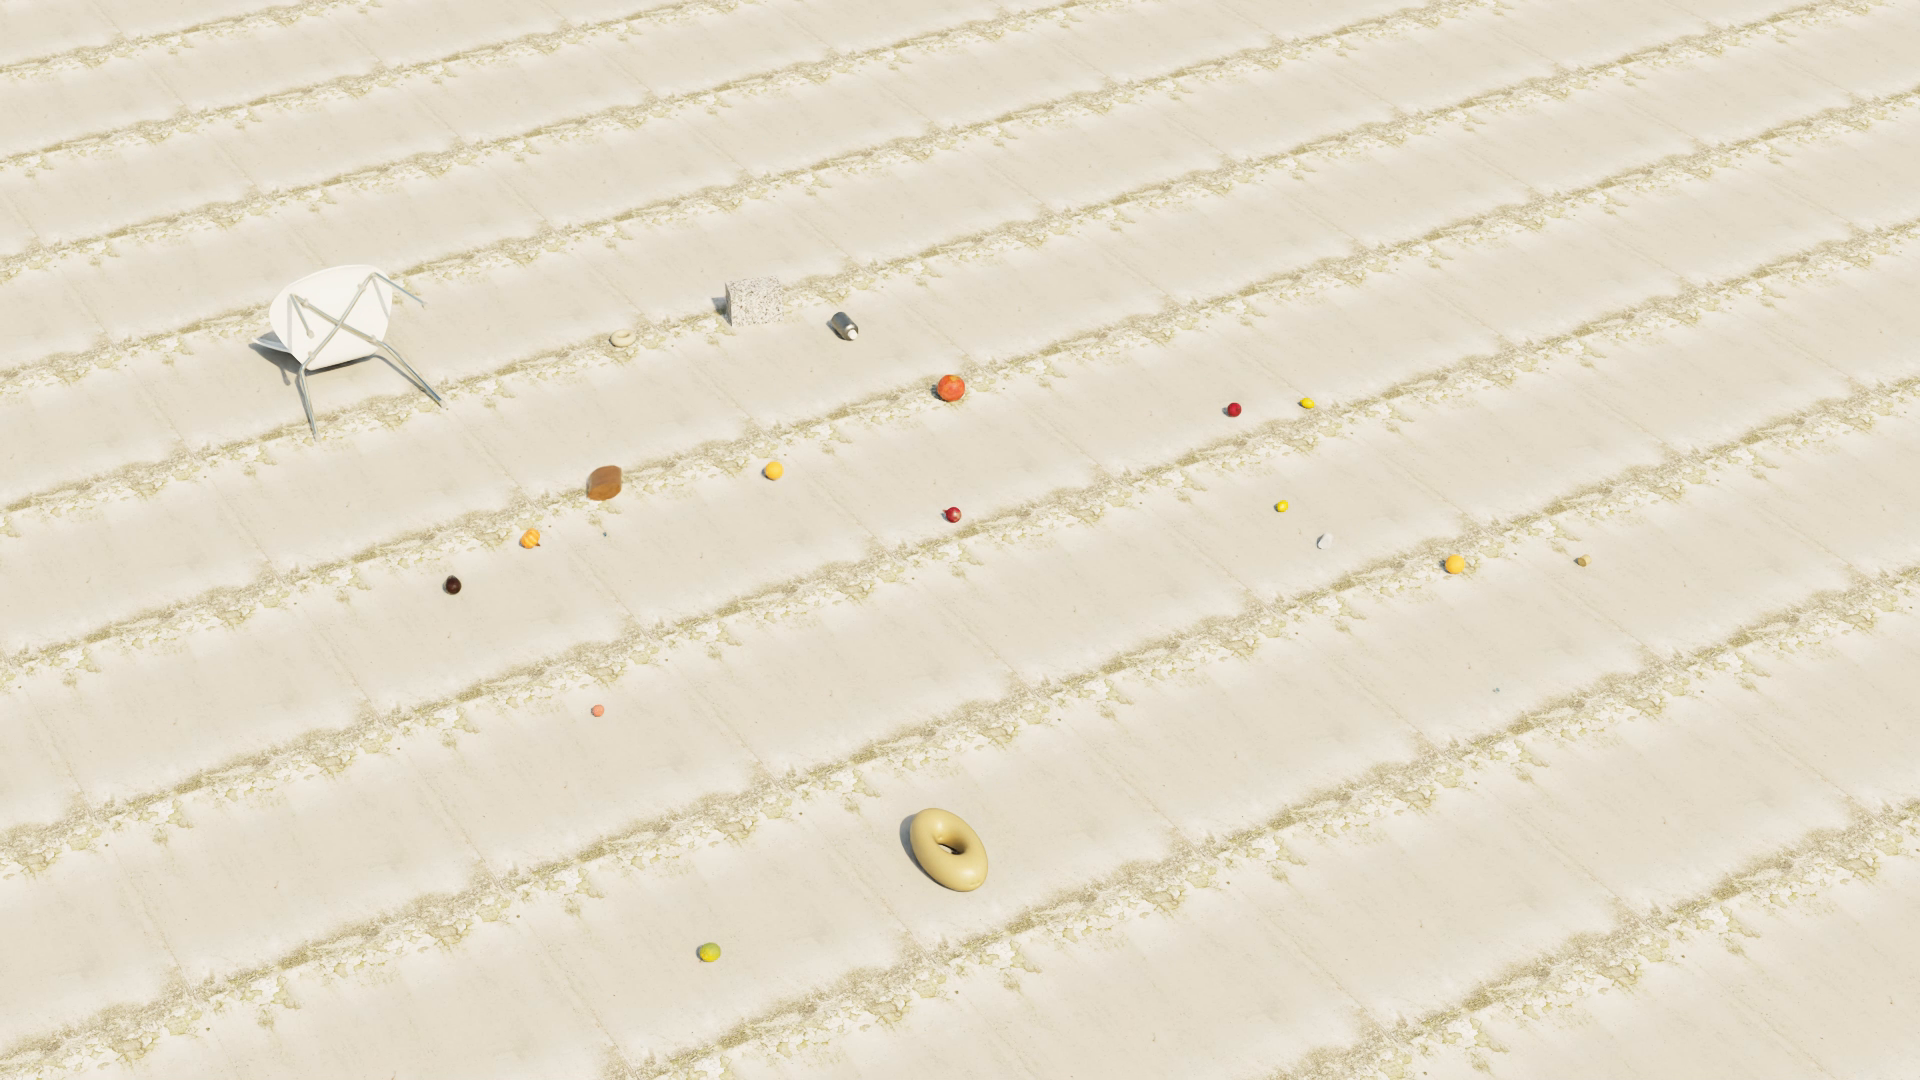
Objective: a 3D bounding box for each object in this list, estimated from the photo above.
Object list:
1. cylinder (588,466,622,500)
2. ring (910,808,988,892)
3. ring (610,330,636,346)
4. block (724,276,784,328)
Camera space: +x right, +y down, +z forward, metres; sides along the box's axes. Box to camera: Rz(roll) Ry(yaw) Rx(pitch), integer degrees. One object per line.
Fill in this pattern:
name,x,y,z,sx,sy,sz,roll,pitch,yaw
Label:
cylinder,-1.357,-0.218,11.206,0.131,0.069,0.133,-16,33,5
ring,-0.036,0.986,9.348,0.207,0.114,0.380,-14,37,-23
ring,-1.399,-0.839,12.183,0.103,0.040,0.116,20,37,25
block,-0.864,-1.002,12.321,0.221,0.158,0.117,-9,34,-13
